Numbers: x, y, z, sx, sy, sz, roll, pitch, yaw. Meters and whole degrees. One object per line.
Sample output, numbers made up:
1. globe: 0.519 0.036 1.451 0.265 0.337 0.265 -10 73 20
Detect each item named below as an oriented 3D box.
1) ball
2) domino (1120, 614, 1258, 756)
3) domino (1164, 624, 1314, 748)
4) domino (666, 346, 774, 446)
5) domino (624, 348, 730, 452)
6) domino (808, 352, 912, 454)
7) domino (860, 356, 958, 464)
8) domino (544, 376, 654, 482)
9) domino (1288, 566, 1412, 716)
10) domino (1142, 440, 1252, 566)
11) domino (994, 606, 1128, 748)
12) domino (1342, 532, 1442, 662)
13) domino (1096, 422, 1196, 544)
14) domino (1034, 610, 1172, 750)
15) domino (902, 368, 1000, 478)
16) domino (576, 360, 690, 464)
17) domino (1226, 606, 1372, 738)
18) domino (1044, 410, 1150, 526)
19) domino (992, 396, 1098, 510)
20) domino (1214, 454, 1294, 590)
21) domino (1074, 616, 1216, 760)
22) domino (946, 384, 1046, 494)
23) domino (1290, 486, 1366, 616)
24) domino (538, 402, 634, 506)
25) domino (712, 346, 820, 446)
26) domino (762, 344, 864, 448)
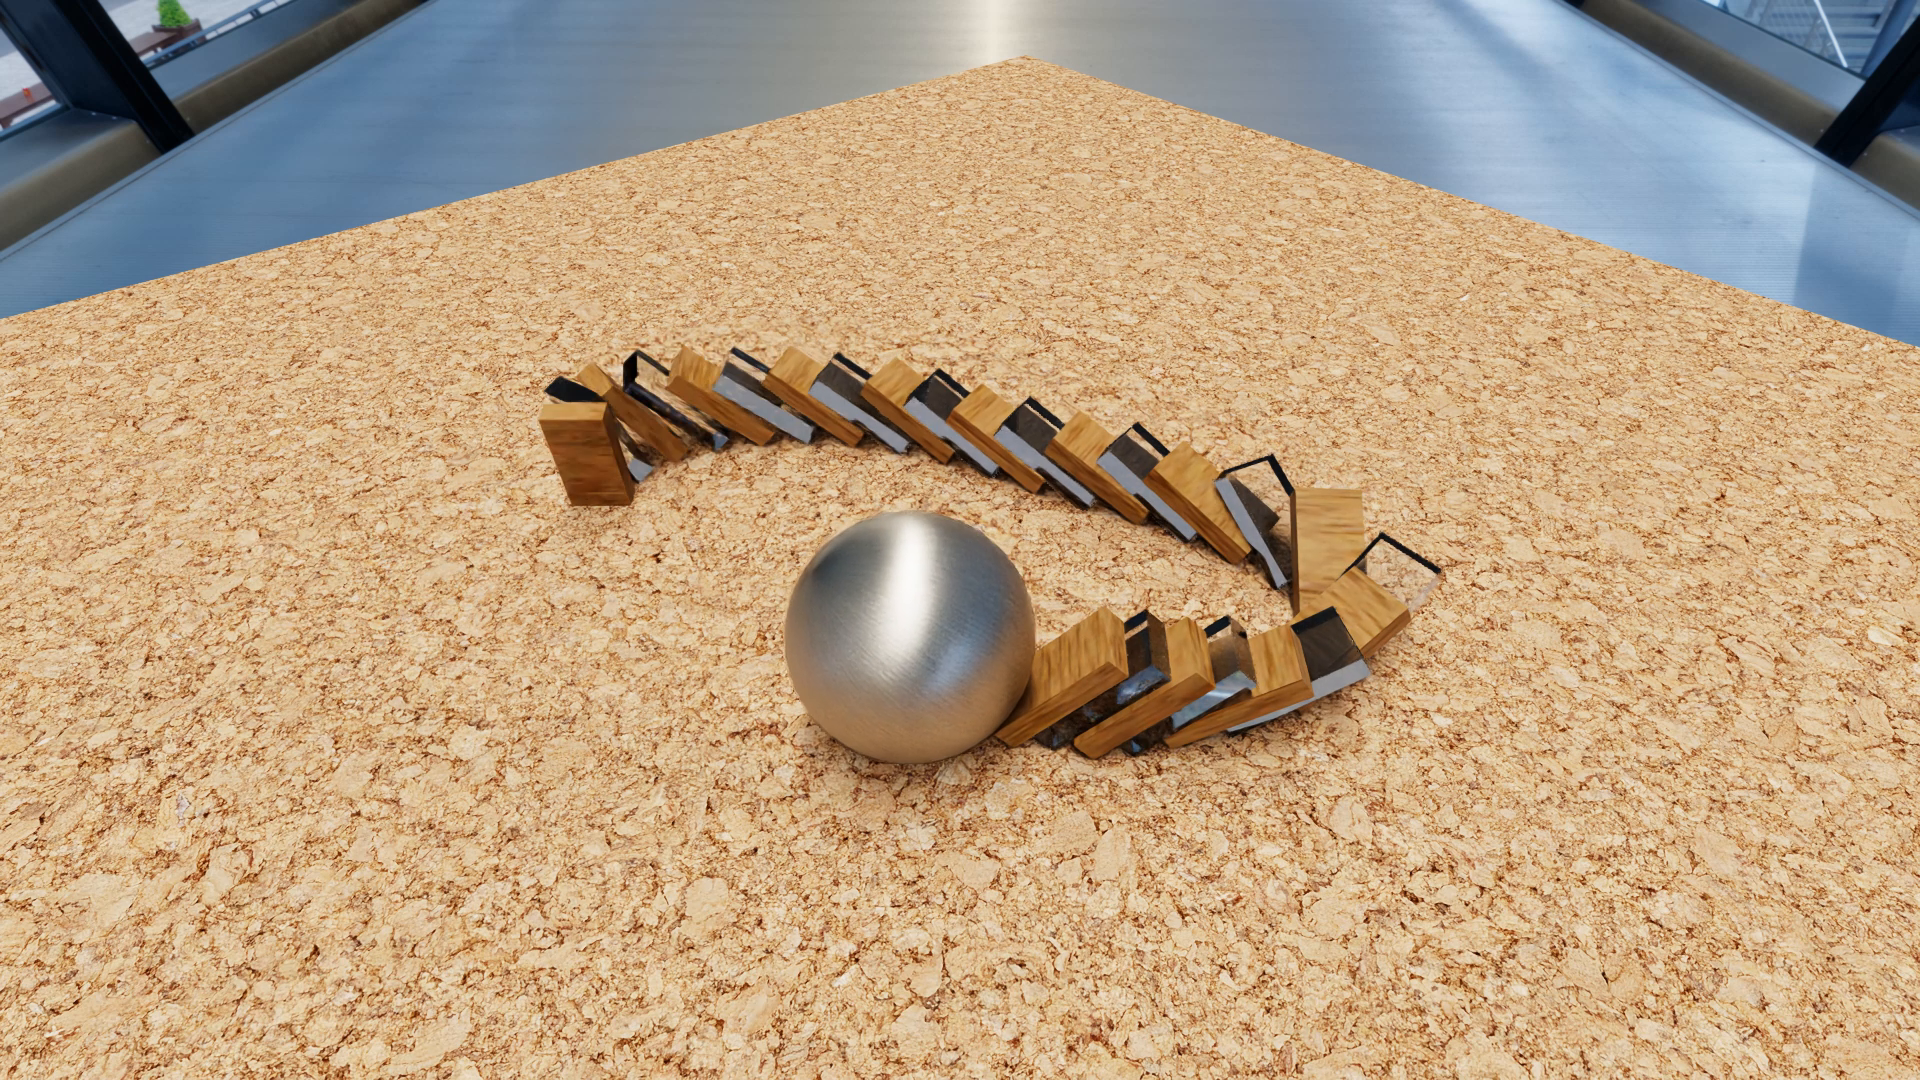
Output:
1. ball: -0.016 0.030 0.351 0.080 0.080 0.080 0 39 0
2. domino: 0.072 0.048 0.359 0.009 0.050 0.025 38 32 -24
3. domino: 0.089 0.048 0.363 0.050 0.010 0.025 -26 33 23
4. domino: -0.107 -0.065 0.499 0.050 0.009 0.025 31 30 -27
5. domino: -0.127 -0.062 0.493 0.009 0.050 0.025 -41 38 17
6. domino: -0.042 -0.062 0.501 0.050 0.010 0.025 34 43 -5
7. domino: -0.018 -0.059 0.498 0.050 0.010 0.025 39 48 2
8. domino: -0.153 -0.046 0.468 0.025 0.050 0.009 25 66 28
9. domino: 0.128 0.035 0.382 0.050 0.009 0.025 -41 47 0
10. domino: 0.101 -0.015 0.446 0.050 0.010 0.025 44 52 9
11. domino: 0.032 0.045 0.362 0.009 0.050 0.025 38 32 -24
12. domino: 0.147 0.023 0.396 0.050 0.009 0.025 -45 58 -8
13. domino: 0.083 -0.024 0.457 0.050 0.010 0.025 44 51 9
14. domino: 0.046 0.046 0.361 0.010 0.050 0.025 38 32 -24
15. domino: 0.002 -0.053 0.491 0.050 0.009 0.025 39 48 3
16. domino: -0.143 -0.055 0.481 0.009 0.050 0.025 -47 50 -2
17. domino: 0.109 0.044 0.371 0.050 0.010 0.025 -28 38 12
18. domino: 0.063 -0.031 0.465 0.050 0.010 0.025 39 48 6
19. domino: 0.042 -0.038 0.473 0.050 0.009 0.025 39 48 5
20. domino: 0.124 -0.008 0.435 0.025 0.009 0.050 -18 71 -21
21. domino: 0.059 0.048 0.358 0.010 0.050 0.025 38 32 -24
22. domino: 0.021 -0.045 0.482 0.050 0.009 0.025 39 48 4
23. domino: 0.140 0.005 0.417 0.025 0.010 0.050 3 71 3
24. domino: -0.153 -0.035 0.453 0.025 0.050 0.009 -1 49 -1
25. domino: -0.086 -0.066 0.503 0.050 0.009 0.025 30 35 -20
26. domino: -0.063 -0.066 0.504 0.050 0.010 0.025 34 41 -9
